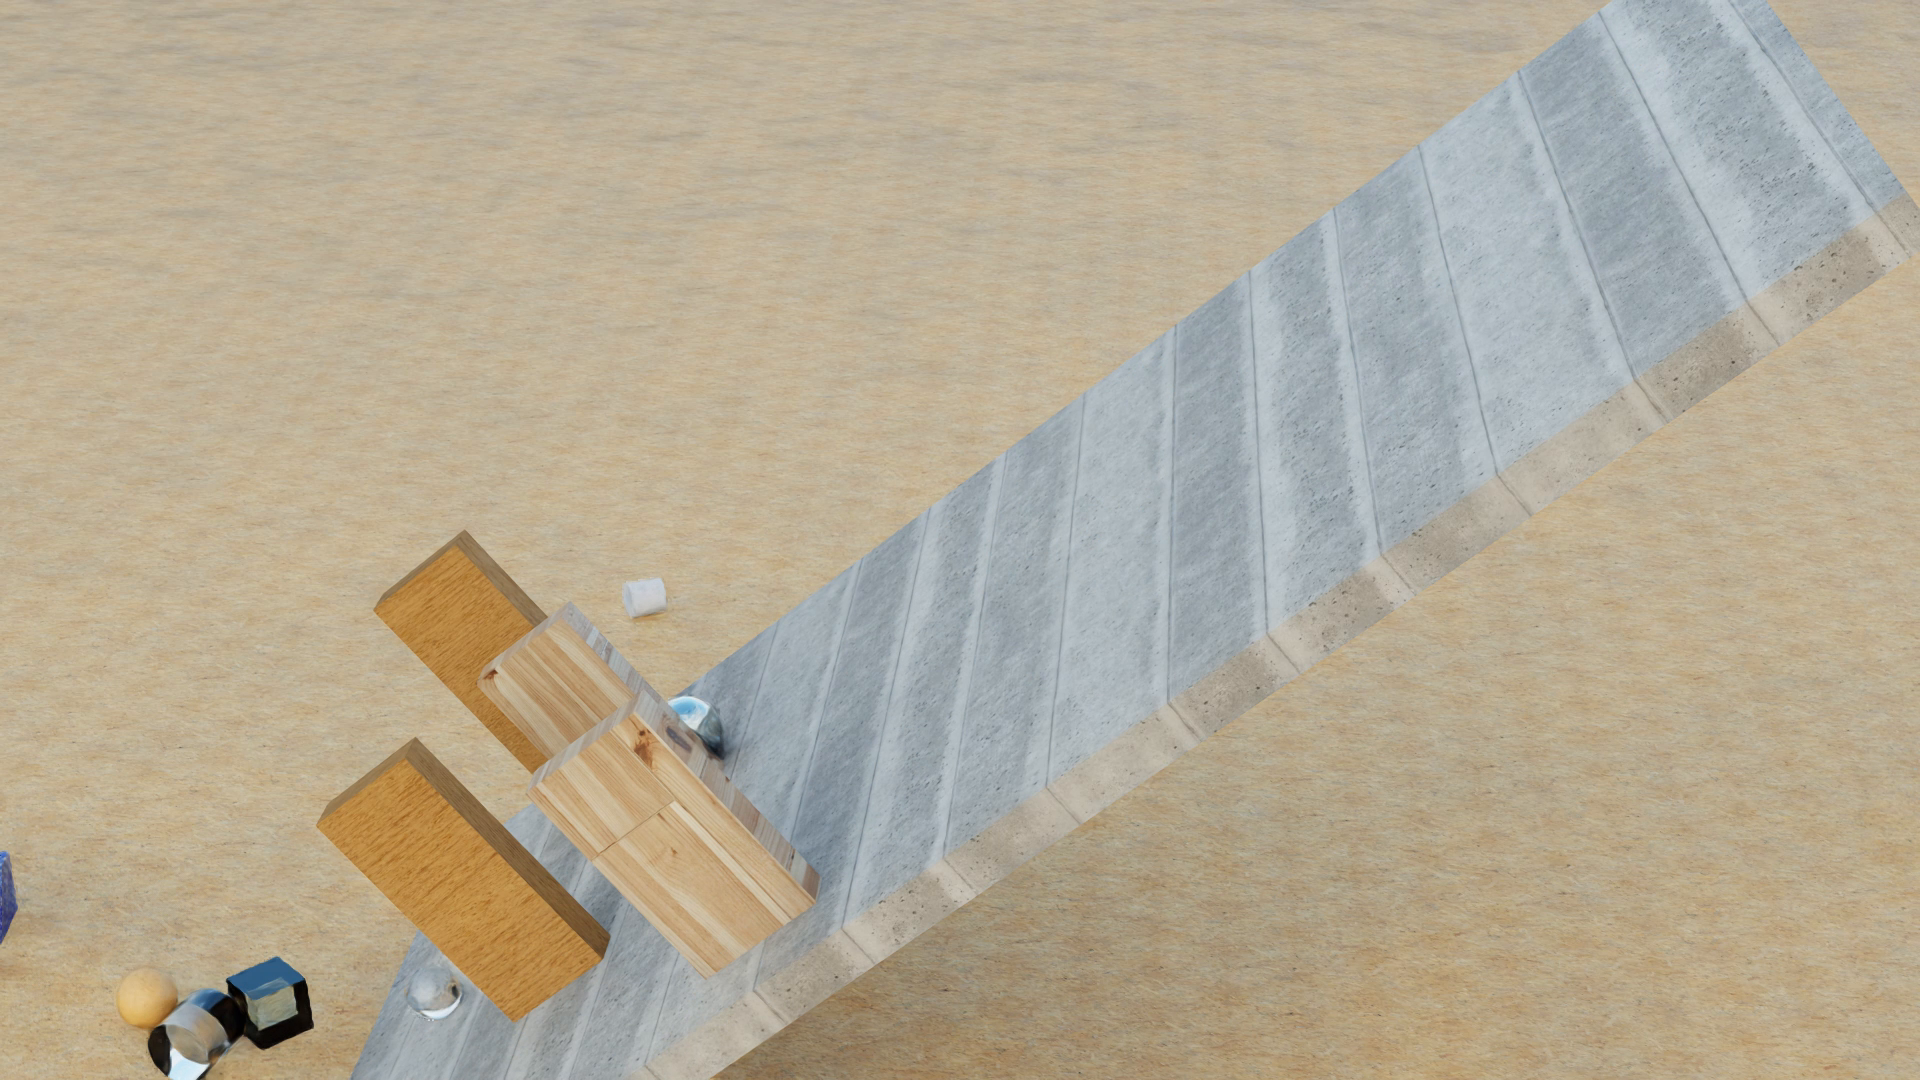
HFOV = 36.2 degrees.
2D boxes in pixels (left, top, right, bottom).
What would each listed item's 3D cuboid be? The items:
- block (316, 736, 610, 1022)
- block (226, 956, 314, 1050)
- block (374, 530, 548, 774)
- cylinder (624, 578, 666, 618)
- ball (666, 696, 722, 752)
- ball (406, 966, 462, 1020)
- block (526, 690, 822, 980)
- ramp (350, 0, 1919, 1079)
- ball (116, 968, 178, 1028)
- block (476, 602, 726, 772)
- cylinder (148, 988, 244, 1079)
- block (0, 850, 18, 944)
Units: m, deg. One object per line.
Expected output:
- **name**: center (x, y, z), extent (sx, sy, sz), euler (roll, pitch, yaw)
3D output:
- **block**: center (-1.068, 0.737, 6.348), extent (0.267, 0.621, 0.098), euler (-36, 16, 18)
- **block**: center (-1.702, 1.143, 7.258), extent (0.143, 0.143, 0.143), euler (-22, 30, -35)
- **block**: center (-1.117, 0.329, 7.395), extent (0.288, 0.709, 0.098), euler (-36, 16, 18)
- **cylinder**: center (-1.012, 0.187, 9.453), extent (0.111, 0.111, 0.111), euler (-10, 26, -20)
- **ball**: center (-0.647, 0.452, 6.953), extent (0.169, 0.169, 0.169), euler (0, 24, 0)
- **ball**: center (-1.215, 1.045, 6.796), extent (0.125, 0.125, 0.125), euler (0, 24, 0)
- **block**: center (-0.555, 0.578, 5.731), extent (0.292, 0.527, 0.093), euler (-36, 16, 18)
- **ramp**: center (0.118, 0.187, 6.345), extent (4.000, 0.100, 2.000), euler (-36, 16, 18)
- **ball**: center (-2.011, 1.134, 7.279), extent (0.151, 0.151, 0.151), euler (0, 24, 0)
- **block**: center (-0.825, 0.425, 6.770), extent (0.274, 0.534, 0.090), euler (-36, 16, 18)
- **cylinder**: center (-1.847, 1.198, 7.116), extent (0.165, 0.165, 0.165), euler (8, 27, 17)
- **block**: center (-2.587, 0.937, 7.689), extent (0.178, 0.178, 0.178), euler (-1, 24, -2)
